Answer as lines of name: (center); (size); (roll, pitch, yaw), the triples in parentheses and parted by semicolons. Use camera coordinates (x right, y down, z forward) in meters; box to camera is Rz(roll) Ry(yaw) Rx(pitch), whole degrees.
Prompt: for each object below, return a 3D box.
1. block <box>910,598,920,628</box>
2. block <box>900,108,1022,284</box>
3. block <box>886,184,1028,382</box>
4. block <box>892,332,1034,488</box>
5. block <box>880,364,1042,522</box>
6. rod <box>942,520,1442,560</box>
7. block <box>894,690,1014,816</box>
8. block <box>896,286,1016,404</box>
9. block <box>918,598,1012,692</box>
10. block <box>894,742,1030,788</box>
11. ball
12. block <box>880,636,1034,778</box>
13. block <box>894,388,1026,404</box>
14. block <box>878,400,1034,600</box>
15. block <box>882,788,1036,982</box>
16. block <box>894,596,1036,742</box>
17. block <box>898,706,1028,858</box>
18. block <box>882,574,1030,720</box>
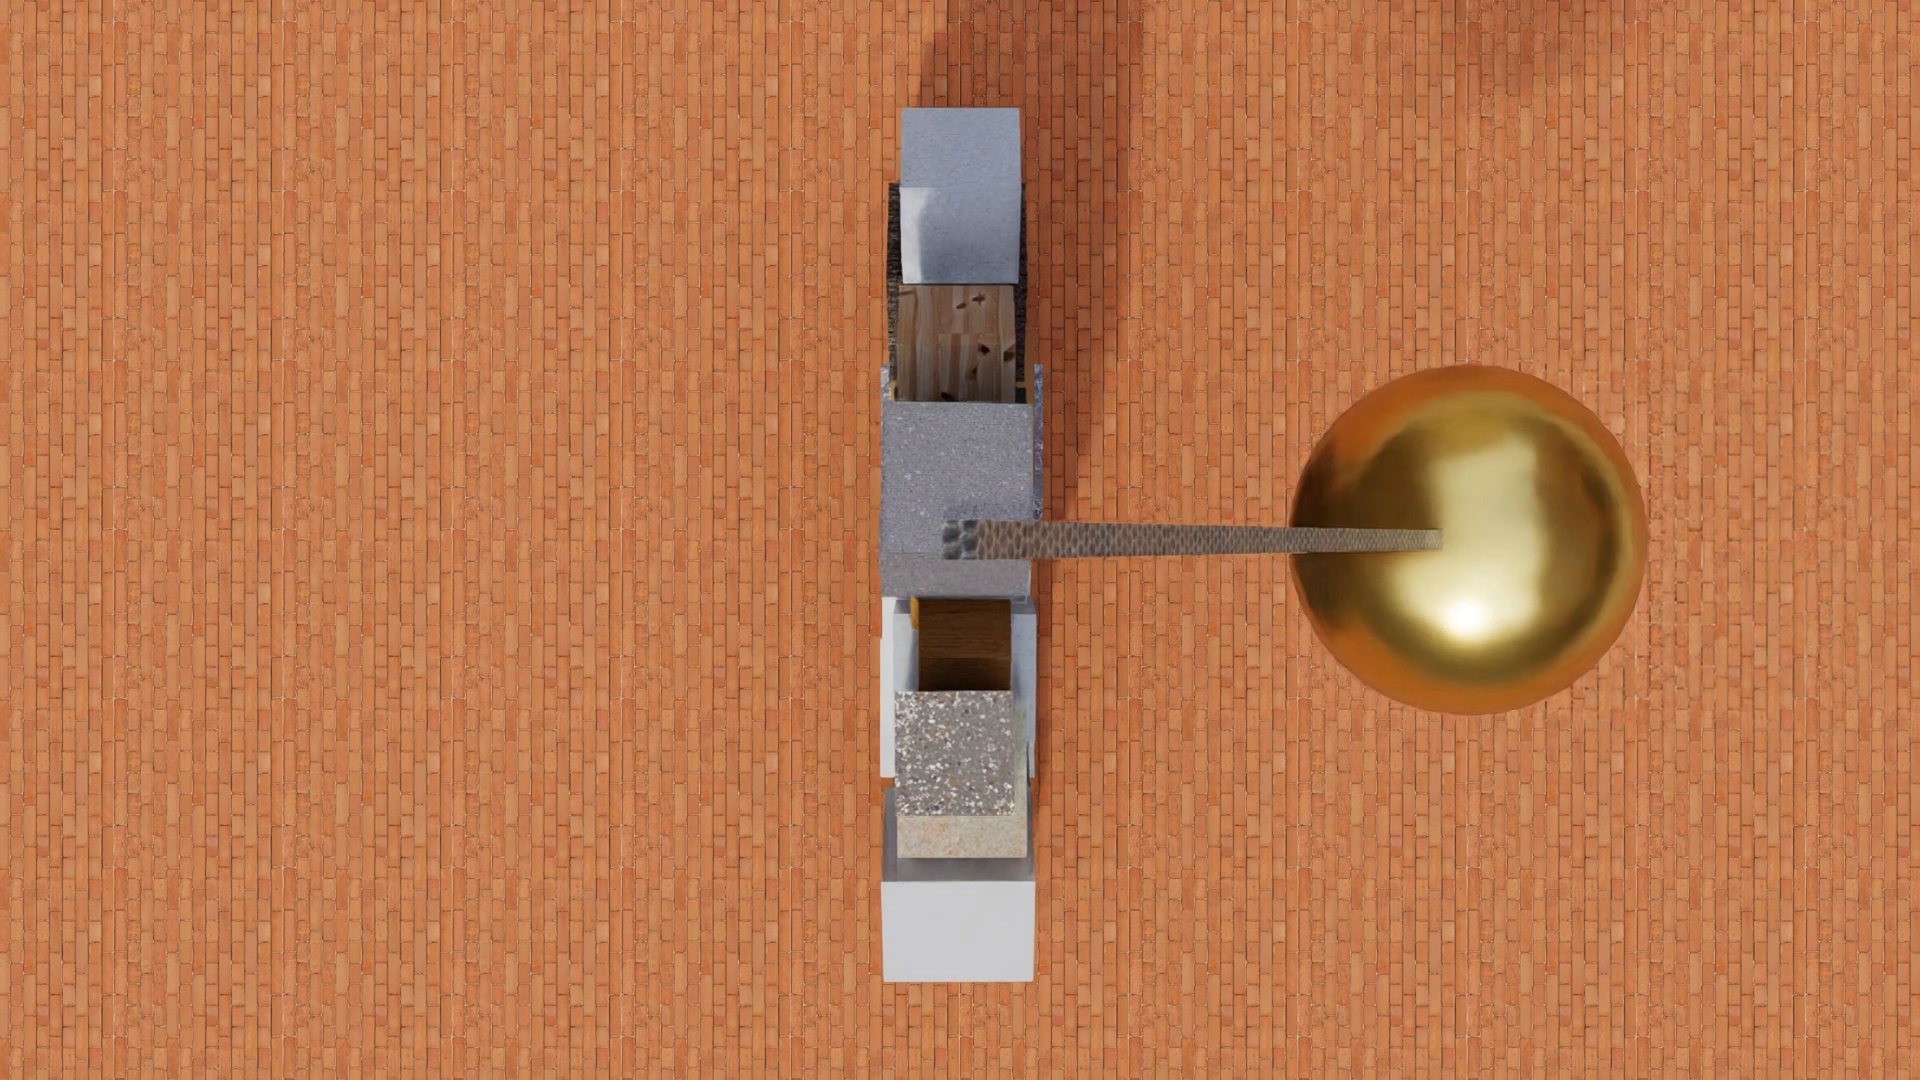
block: (-0.016, 0.105, 9.883); (0.407, 0.477, 0.381); (0, 53, 0)
block: (0.003, -1.637, 10.473); (0.556, 0.607, 0.558); (0, 51, 0)
block: (-0.015, -1.292, 11.047); (0.678, 0.719, 0.677); (0, 51, 0)
block: (0.015, -0.671, 11.689); (0.737, 0.724, 0.793); (0, 90, 0)
block: (0.010, -0.524, 12.525); (0.889, 0.949, 0.877); (0, 90, 0)
rod: (0.994, 0.000, 6.856); (0.080, 5.200, 0.080); (0, 90, 22)
block: (-0.024, 0.912, 9.338); (0.493, 0.478, 0.514); (0, 83, 0)
block: (-0.016, -0.755, 9.814); (0.511, 0.575, 0.564); (0, 123, 0)
block: (0.020, 0.487, 9.784); (0.404, 0.373, 0.346); (0, 53, 0)
block: (0.010, 1.335, 11.117); (0.664, 0.734, 0.702); (0, 123, 0)
ball: (2.295, 0.000, 9.997); (1.600, 1.600, 1.600); (0, 90, 0)
block: (-0.014, 0.849, 11.830); (0.804, 0.734, 0.728); (0, 94, 0)
block: (0.000, -0.293, 10.403); (0.612, 0.580, 0.700); (0, 74, 0)
block: (-0.019, -0.156, 9.304); (0.620, 0.665, 0.657); (1, 73, -1)
block: (-0.008, 1.637, 10.475); (0.702, 0.672, 0.623); (0, 123, 0)
block: (0.021, 0.599, 10.383); (0.657, 0.533, 0.595); (0, 98, 0)
block: (0.009, 1.082, 9.832); (0.561, 0.542, 0.649); (0, 83, 0)
block: (-0.017, 0.448, 11.022); (0.714, 0.774, 0.755); (0, 98, 0)
